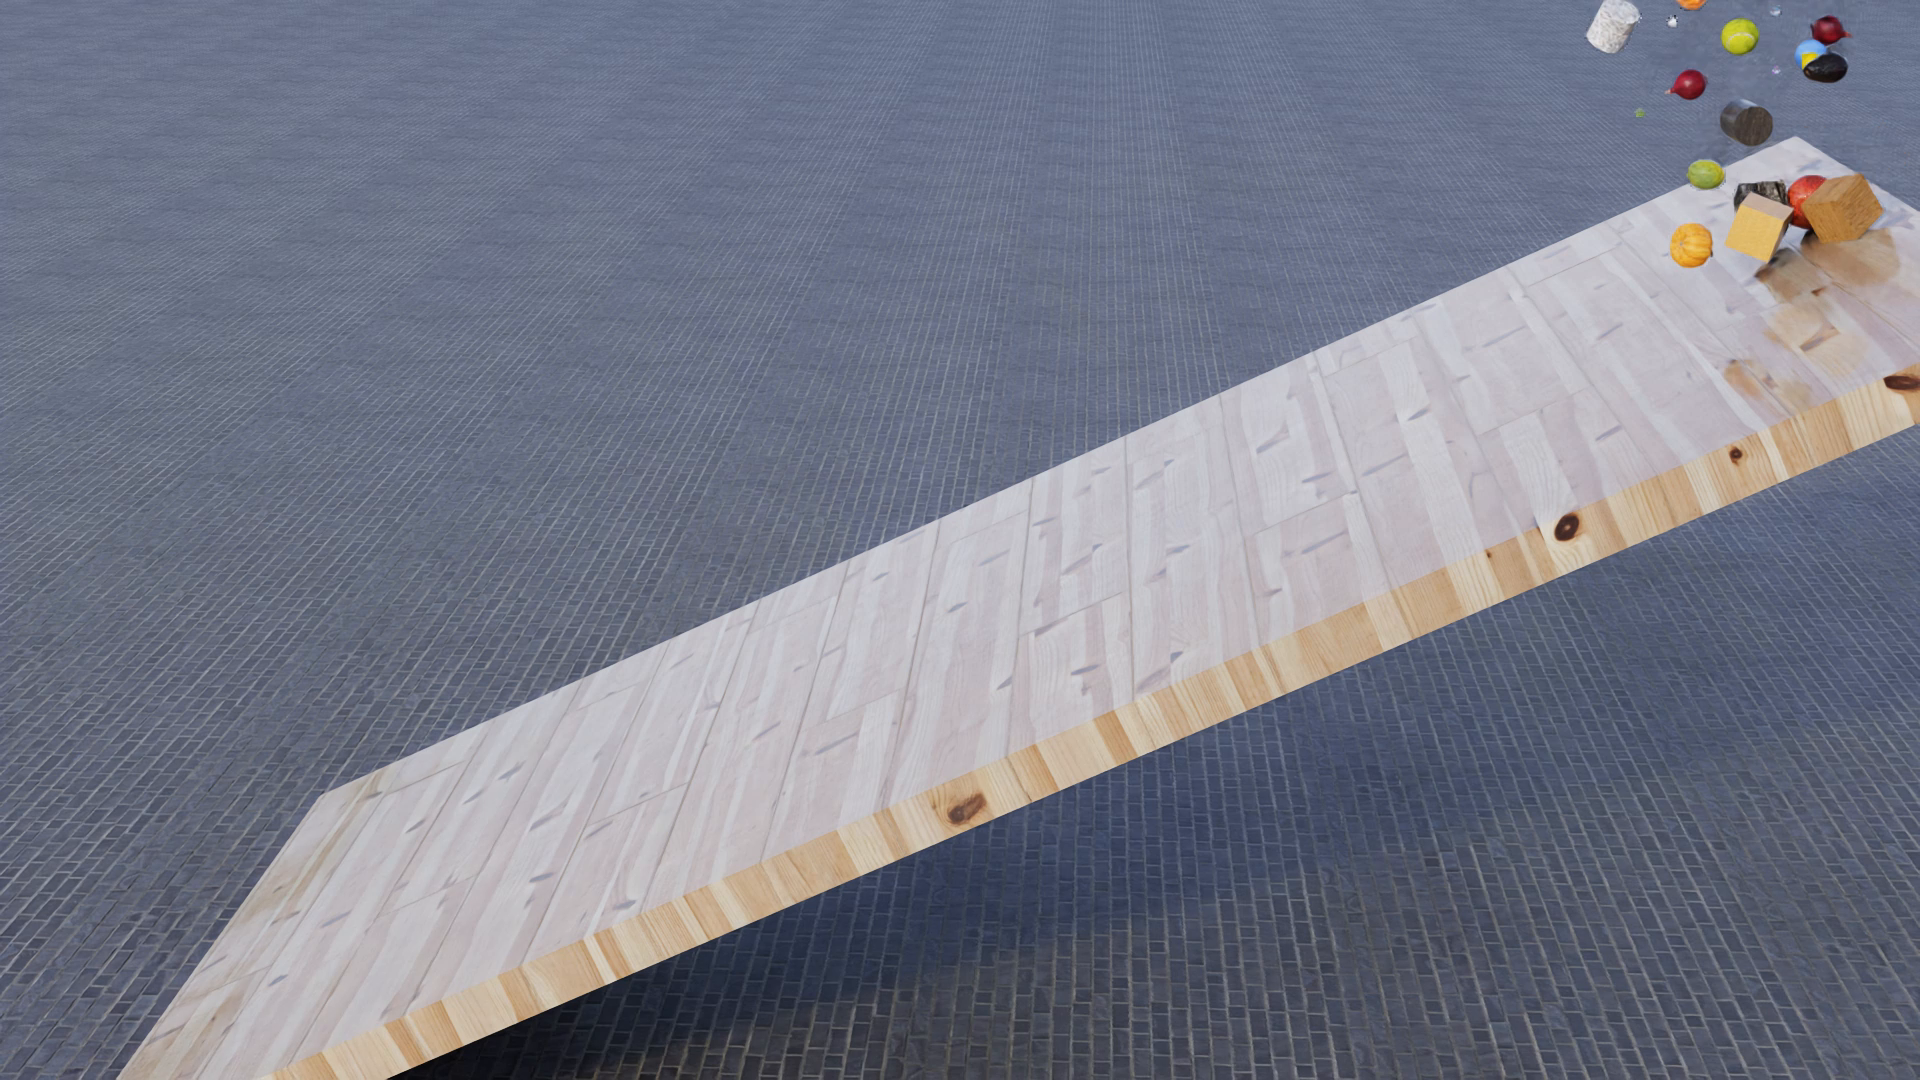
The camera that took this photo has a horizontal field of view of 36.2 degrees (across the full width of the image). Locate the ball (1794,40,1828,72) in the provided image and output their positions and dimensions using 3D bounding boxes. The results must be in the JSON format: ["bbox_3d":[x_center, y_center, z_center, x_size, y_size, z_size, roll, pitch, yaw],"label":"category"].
[{"bbox_3d":[1.687,-0.961,5.829,0.062,0.062,0.062,0,16,0],"label":"ball"}]

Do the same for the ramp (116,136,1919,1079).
[{"bbox_3d":[0.136,0.169,6.282,4.000,0.100,2.000,-24,13,9],"label":"ramp"}]

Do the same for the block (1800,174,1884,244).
[{"bbox_3d":[1.779,-0.667,5.930,0.096,0.096,0.096,-43,19,-24],"label":"block"}]

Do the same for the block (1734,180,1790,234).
[{"bbox_3d":[1.660,-0.683,6.091,0.092,0.092,0.092,-5,-13,7],"label":"block"}]

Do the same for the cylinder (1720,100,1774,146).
[{"bbox_3d":[1.513,-0.803,5.661,0.077,0.077,0.077,-2,19,-6],"label":"cylinder"}]

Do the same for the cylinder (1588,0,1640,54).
[{"bbox_3d":[1.334,-1.051,6.007,0.080,0.080,0.080,9,48,-11],"label":"cylinder"}]

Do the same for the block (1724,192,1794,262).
[{"bbox_3d":[1.602,-0.627,5.896,0.092,0.092,0.092,25,31,17],"label":"block"}]
